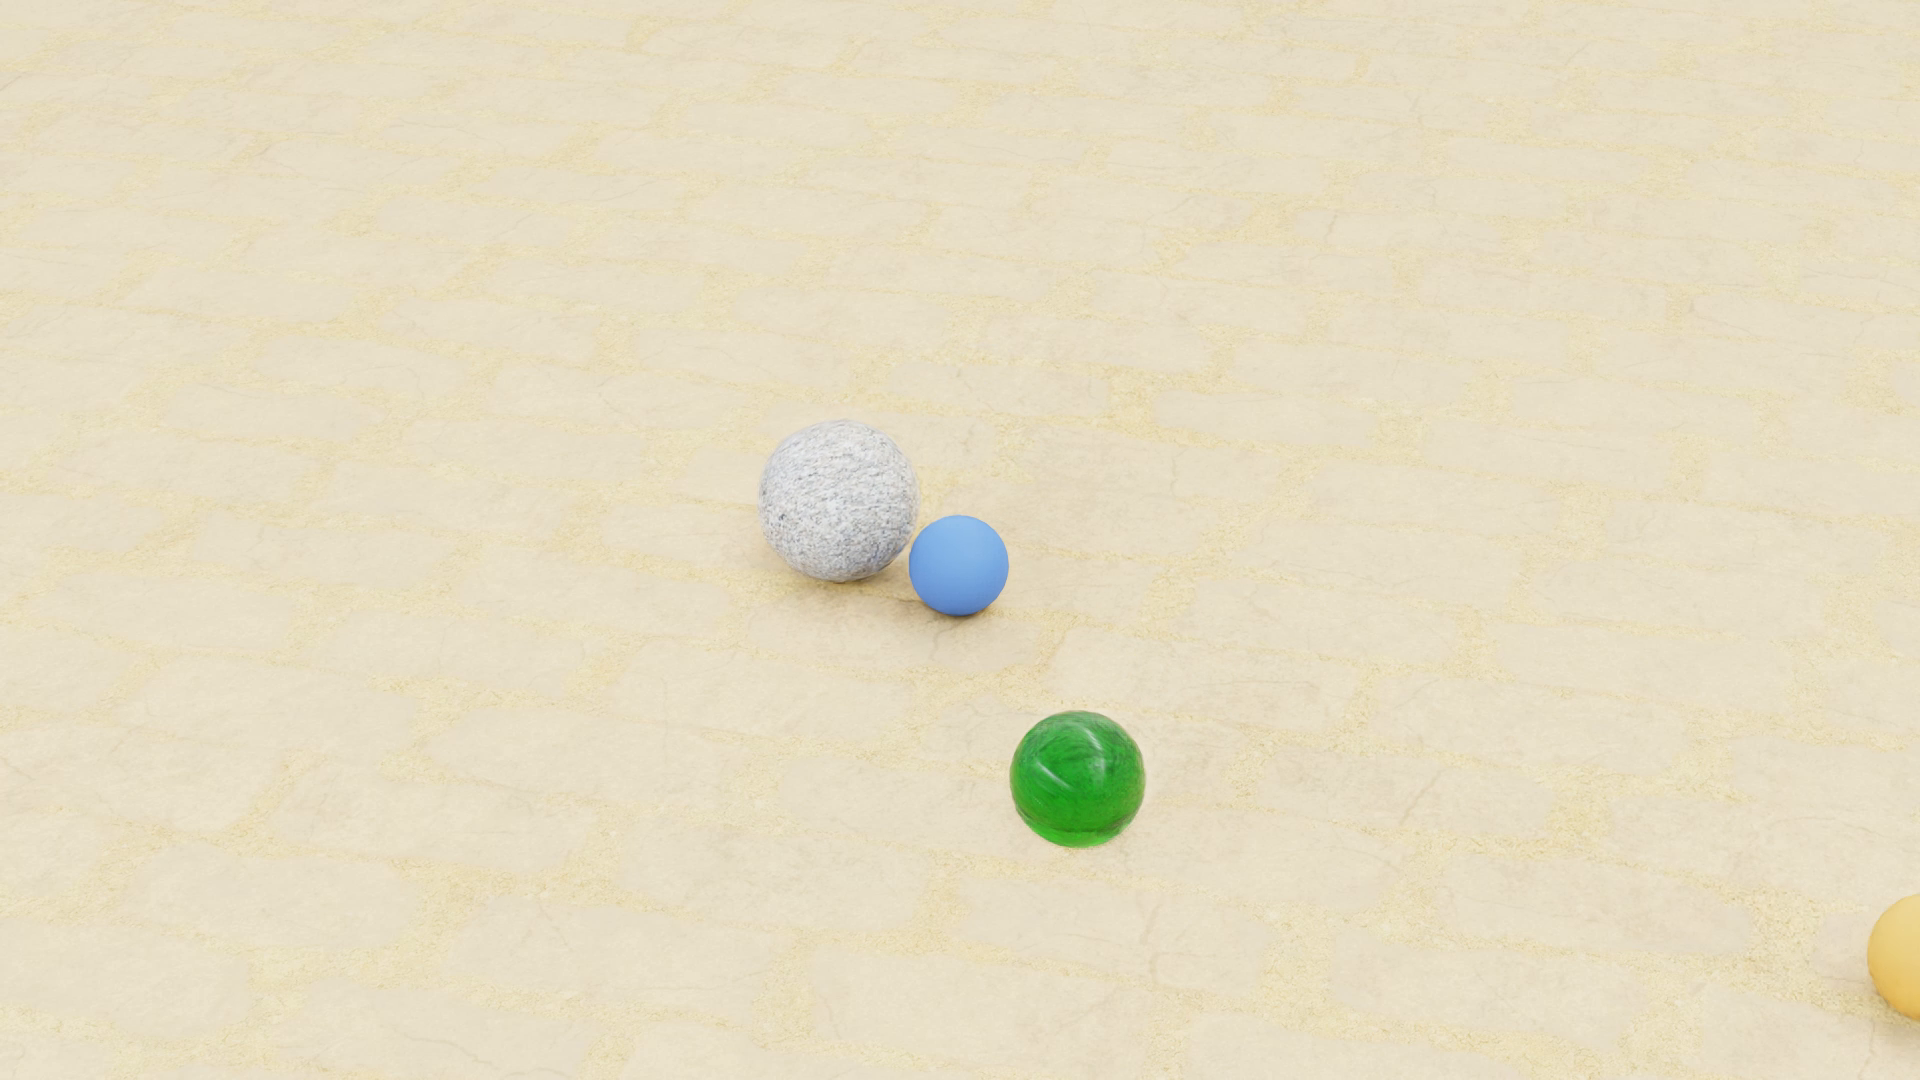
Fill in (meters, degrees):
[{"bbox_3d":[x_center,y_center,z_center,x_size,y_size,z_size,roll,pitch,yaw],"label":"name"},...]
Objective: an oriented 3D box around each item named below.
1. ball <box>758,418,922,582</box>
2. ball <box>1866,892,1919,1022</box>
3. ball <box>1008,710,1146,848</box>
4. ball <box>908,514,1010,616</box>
[{"bbox_3d":[-0.065,-0.022,1.593,0.088,0.088,0.088,0,31,0],"label":"ball"},{"bbox_3d":[0.426,0.182,1.284,0.057,0.057,0.057,0,31,0],"label":"ball"},{"bbox_3d":[0.056,0.113,1.391,0.065,0.065,0.065,0,31,0],"label":"ball"},{"bbox_3d":[-0.001,0.013,1.568,0.054,0.054,0.054,0,31,0],"label":"ball"}]
